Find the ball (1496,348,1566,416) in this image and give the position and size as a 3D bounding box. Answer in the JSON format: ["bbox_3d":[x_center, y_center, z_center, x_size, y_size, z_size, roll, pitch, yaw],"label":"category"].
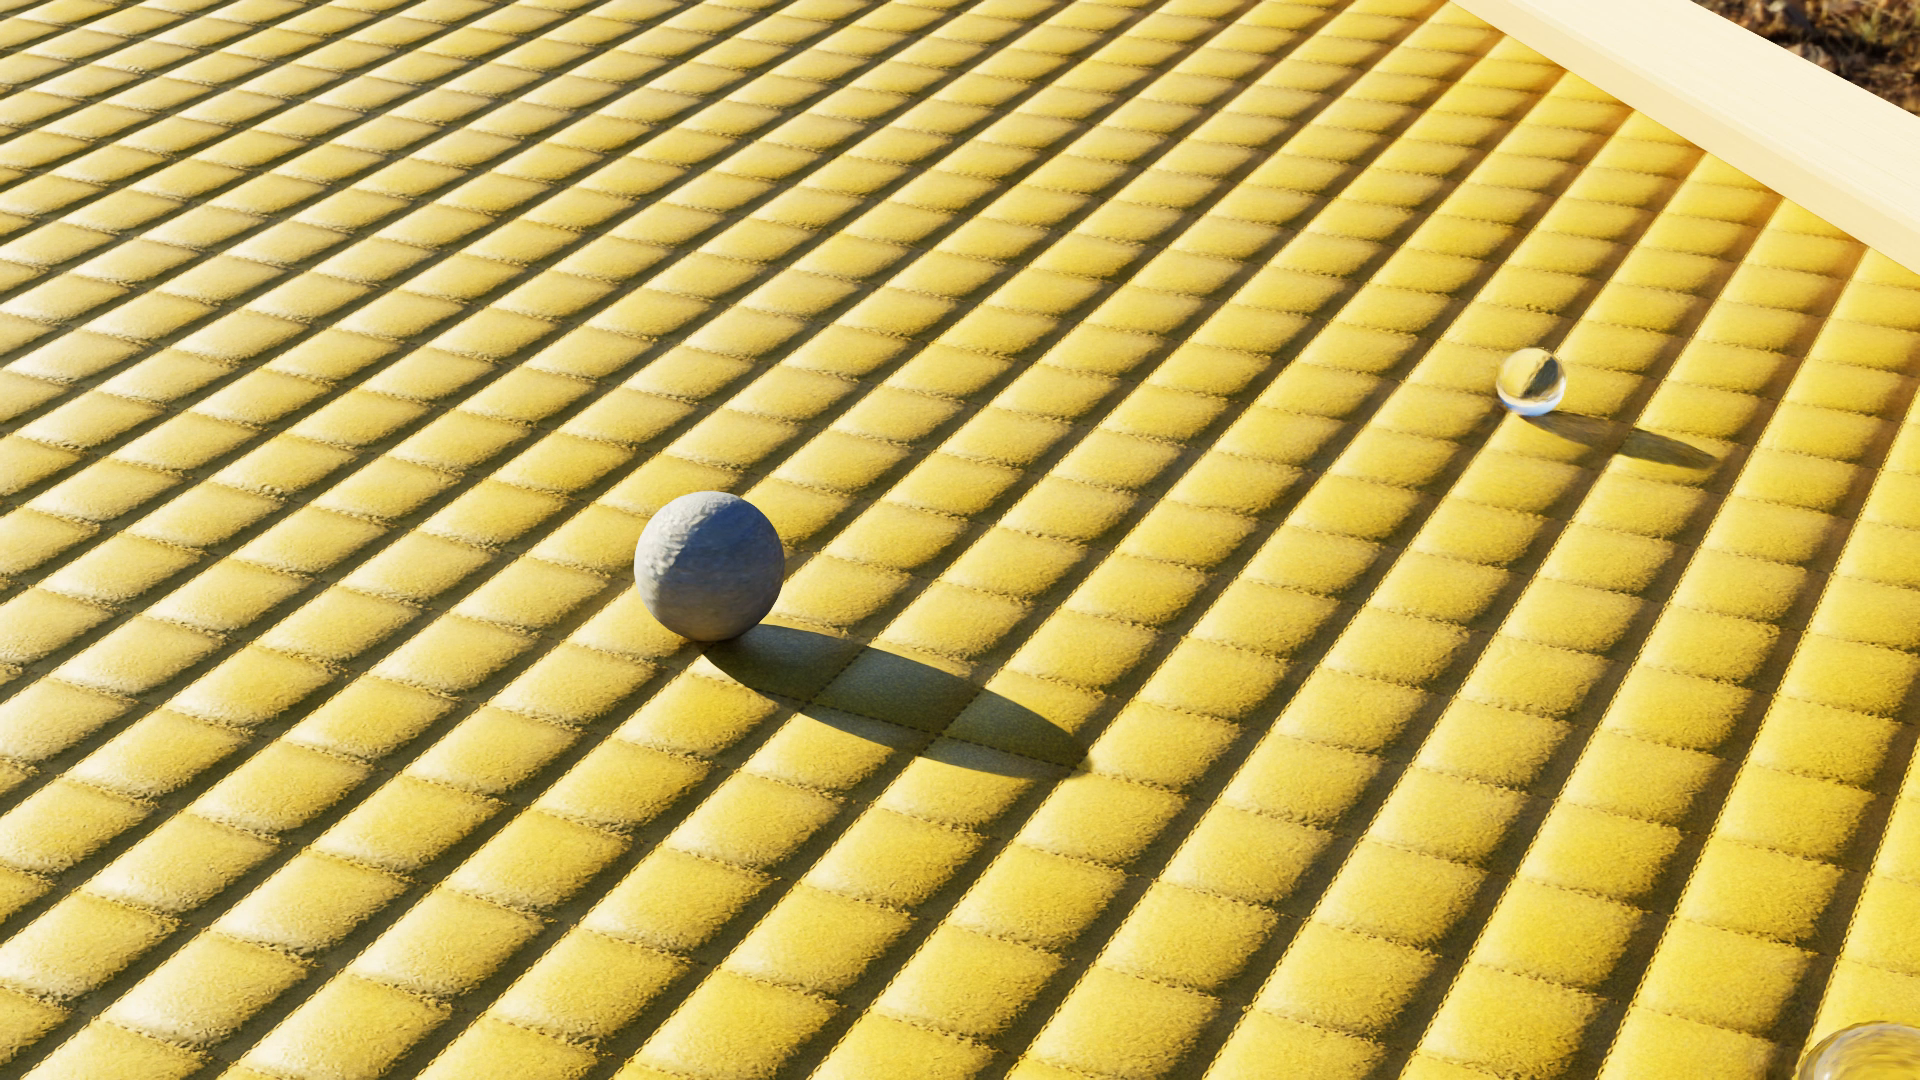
[{"bbox_3d":[0.419,-0.116,2.160,0.051,0.051,0.051,0,27,0],"label":"ball"}]

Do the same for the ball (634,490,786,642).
[{"bbox_3d":[-0.158,0.017,1.852,0.095,0.095,0.095,0,27,0],"label":"ball"}]

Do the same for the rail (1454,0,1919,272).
[{"bbox_3d":[0.568,-0.529,2.886,0.045,0.124,3.439,-9,28,-17],"label":"rail"}]

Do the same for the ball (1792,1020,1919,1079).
[{"bbox_3d":[0.430,0.268,1.364,0.091,0.091,0.091,0,27,0],"label":"ball"}]
